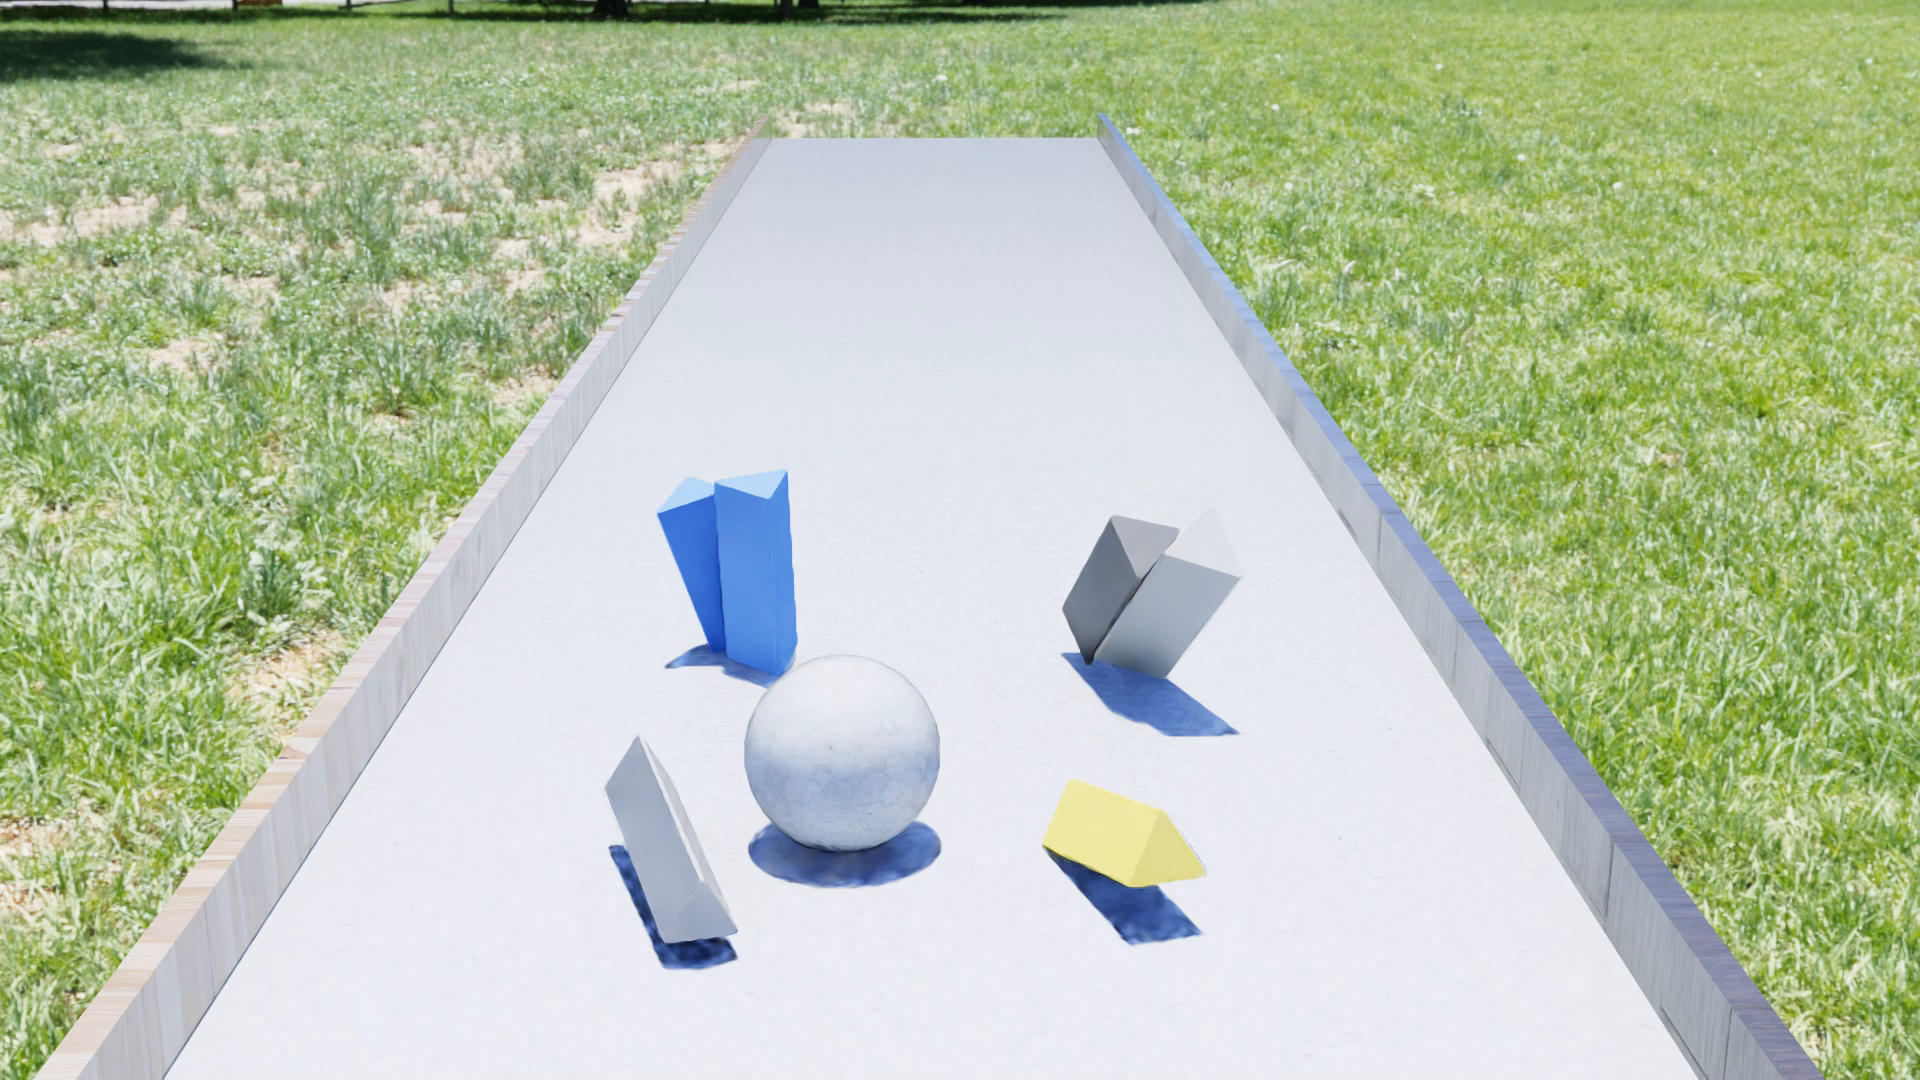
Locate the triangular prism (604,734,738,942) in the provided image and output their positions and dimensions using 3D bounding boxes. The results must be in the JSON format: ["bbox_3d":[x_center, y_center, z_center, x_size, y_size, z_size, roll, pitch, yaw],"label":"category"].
[{"bbox_3d":[-0.443,0.441,3.340,0.110,0.095,0.458,-3,23,-19],"label":"triangular prism"}]

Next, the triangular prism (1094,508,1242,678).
[{"bbox_3d":[0.397,0.094,4.163,0.149,0.416,0.129,16,57,-7],"label":"triangular prism"}]

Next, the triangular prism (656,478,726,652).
[{"bbox_3d":[-0.491,0.039,4.438,0.142,0.332,0.123,-19,27,-1],"label":"triangular prism"}]

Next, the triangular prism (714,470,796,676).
[{"bbox_3d":[-0.376,0.056,4.337,0.147,0.379,0.127,17,30,36],"label":"triangular prism"}]

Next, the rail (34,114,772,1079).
[{"bbox_3d":[-1.118,-0.838,7.780,0.050,0.150,12.000,0,17,-1],"label":"rail"}]

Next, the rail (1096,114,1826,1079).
[{"bbox_3d":[0.932,-0.844,7.801,0.050,0.150,12.000,0,17,-1],"label":"rail"}]

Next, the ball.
[{"bbox_3d":[-0.188,0.341,3.525,0.316,0.316,0.316,0,17,0],"label":"ball"}]

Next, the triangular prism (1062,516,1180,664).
[{"bbox_3d":[0.287,0.080,4.240,0.115,0.417,0.133,38,63,8],"label":"triangular prism"}]

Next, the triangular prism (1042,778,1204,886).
[{"bbox_3d":[0.243,0.442,3.394,0.120,0.104,0.372,-6,3,-18],"label":"triangular prism"}]
